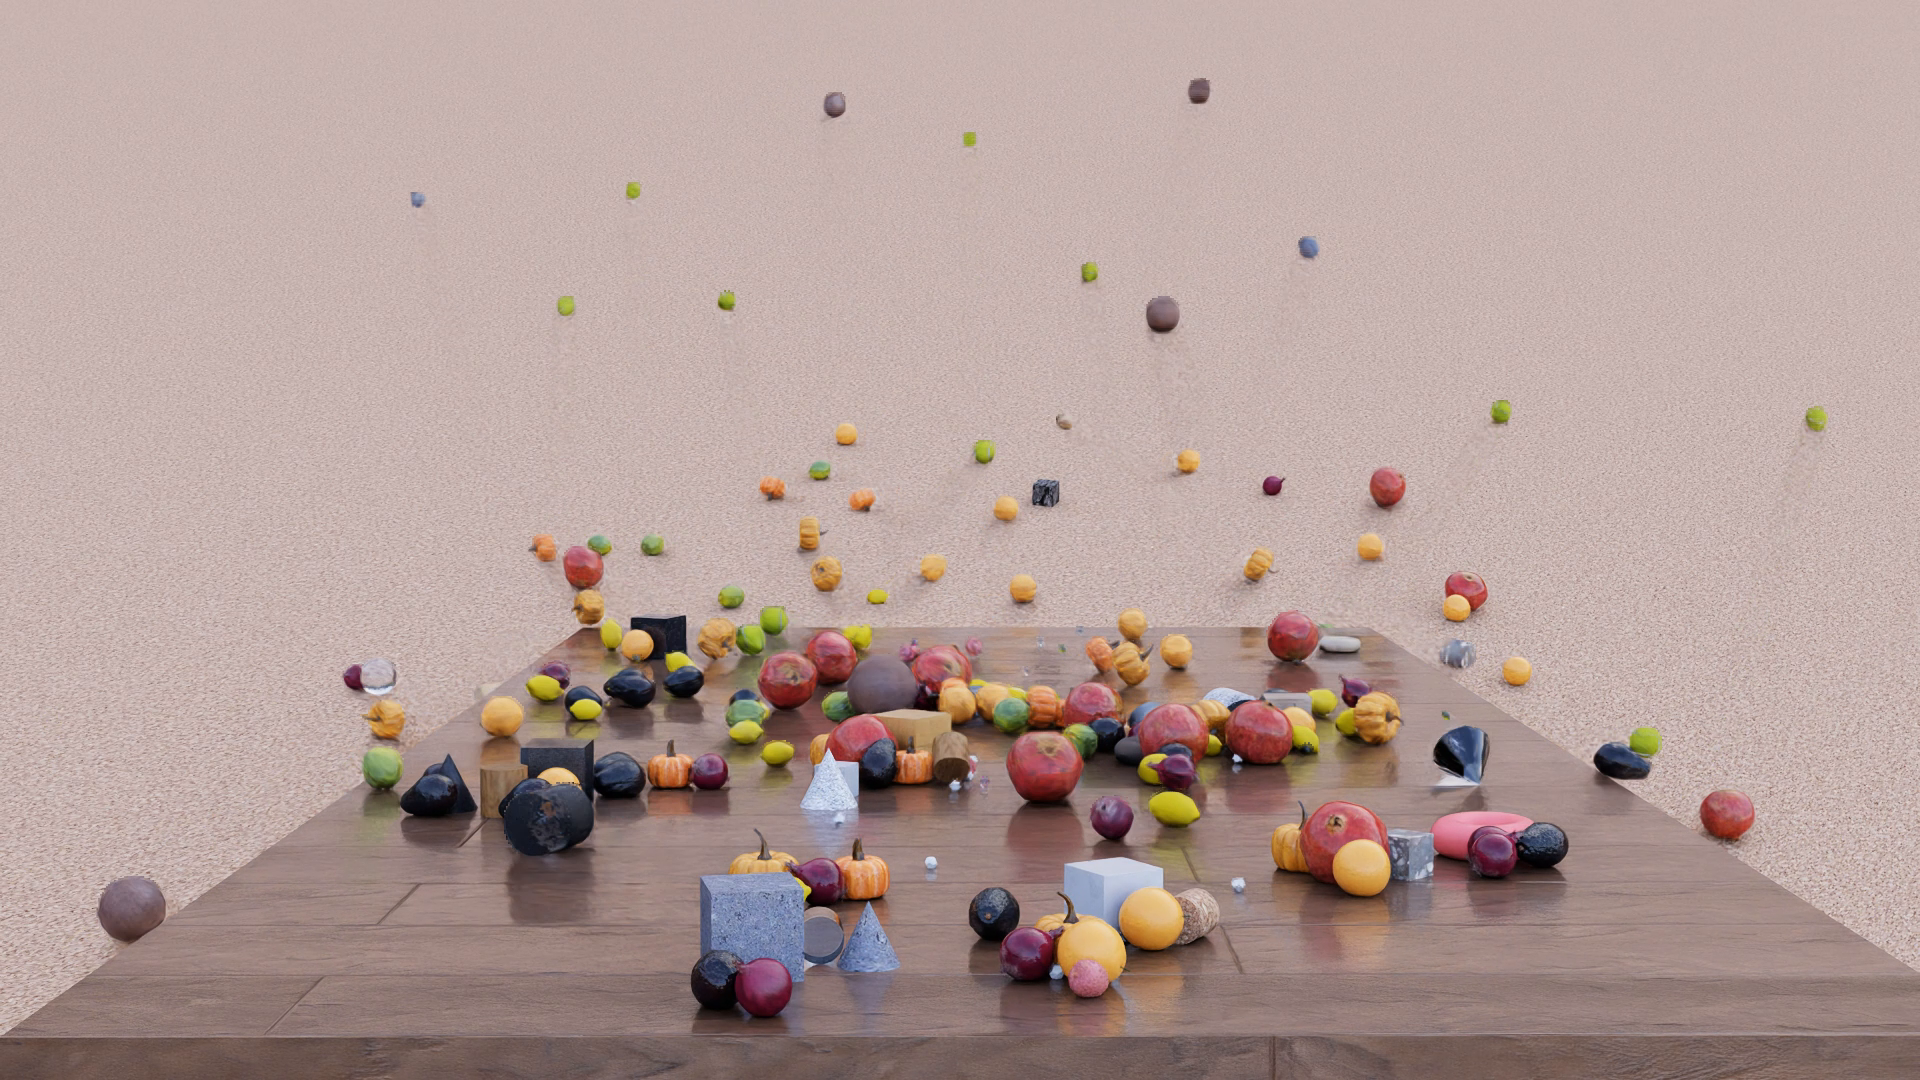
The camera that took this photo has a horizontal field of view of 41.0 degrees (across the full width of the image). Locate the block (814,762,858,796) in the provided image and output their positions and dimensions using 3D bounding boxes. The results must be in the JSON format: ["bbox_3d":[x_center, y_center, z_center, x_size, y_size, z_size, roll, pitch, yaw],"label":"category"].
[{"bbox_3d":[-0.190,0.370,3.957,0.051,0.051,0.051,2,4,22],"label":"block"}]

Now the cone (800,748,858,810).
[{"bbox_3d":[-0.198,0.357,3.876,0.088,0.088,0.088,0,4,0],"label":"cone"}]

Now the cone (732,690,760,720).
[{"bbox_3d":[-0.410,0.323,4.848,0.057,0.057,0.057,2,36,7],"label":"cone"}]

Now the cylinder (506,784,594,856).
[{"bbox_3d":[-0.561,0.383,3.511,0.087,0.087,0.087,9,7,24],"label":"cylinder"}]

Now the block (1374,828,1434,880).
[{"bbox_3d":[0.579,0.410,3.344,0.054,0.054,0.054,4,5,45],"label":"block"}]

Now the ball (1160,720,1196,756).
[{"bbox_3d":[0.371,0.337,4.362,0.062,0.062,0.062,0,19,0],"label":"ball"}]

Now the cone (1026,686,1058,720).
[{"bbox_3d":[0.142,0.322,4.825,0.066,0.066,0.066,8,33,21],"label":"cone"}]

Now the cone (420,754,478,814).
[{"bbox_3d":[-0.766,0.361,3.847,0.085,0.085,0.085,0,4,0],"label":"cone"}]

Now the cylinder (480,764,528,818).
[{"bbox_3d":[-0.676,0.371,3.805,0.070,0.070,0.070,0,4,0],"label":"cylinder"}]

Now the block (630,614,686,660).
[{"bbox_3d":[-0.688,0.220,5.863,0.093,0.093,0.093,1,4,21],"label":"block"}]

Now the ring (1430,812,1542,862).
[{"bbox_3d":[0.714,0.403,3.485,0.150,0.050,0.150,-1,5,0],"label":"ring"}]

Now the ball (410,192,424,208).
[{"bbox_3d":[-2.513,-1.576,11.892,0.066,0.066,0.066,0,19,0],"label":"ball"}]

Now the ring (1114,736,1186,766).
[{"bbox_3d":[0.318,0.353,4.295,0.120,0.040,0.120,0,5,0],"label":"ring"}]

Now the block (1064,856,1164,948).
[{"bbox_3d":[0.178,0.420,2.984,0.083,0.083,0.083,-2,5,-31],"label":"block"}]

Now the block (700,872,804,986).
[{"bbox_3d":[-0.228,0.424,2.804,0.100,0.100,0.100,-1,4,-13],"label":"block"}]

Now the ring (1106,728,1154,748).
[{"bbox_3d":[0.297,0.347,4.463,0.089,0.030,0.089,-1,4,0],"label":"ring"}]

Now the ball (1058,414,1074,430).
[{"bbox_3d":[0.350,-0.391,8.507,0.052,0.052,0.052,0,19,0],"label":"ball"}]

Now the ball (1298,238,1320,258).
[{"bbox_3d":[1.482,-1.240,10.894,0.087,0.087,0.087,0,19,0],"label":"ball"}]

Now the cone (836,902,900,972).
[{"bbox_3d":[-0.101,0.435,2.844,0.071,0.071,0.071,0,4,0],"label":"cone"}]

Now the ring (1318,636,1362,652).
[{"bbox_3d":[0.884,0.243,5.971,0.098,0.033,0.098,1,4,0],"label":"ring"}]

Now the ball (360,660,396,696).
[{"bbox_3d":[-1.439,0.340,6.350,0.088,0.088,0.088,0,19,0],"label":"ball"}]

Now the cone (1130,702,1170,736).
[{"bbox_3d":[0.344,0.339,4.555,0.074,0.074,0.074,-3,36,-9],"label":"cone"}]

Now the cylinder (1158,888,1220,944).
[{"bbox_3d":[0.265,0.435,2.968,0.055,0.055,0.055,11,7,28],"label":"cylinder"}]

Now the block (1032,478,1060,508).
[{"bbox_3d":[0.260,-0.143,7.774,0.064,0.064,0.064,7,20,20],"label":"block"}]

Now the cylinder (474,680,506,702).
[{"bbox_3d":[-1.134,0.384,6.245,0.072,0.072,0.072,-12,23,-32],"label":"cylinder"}]

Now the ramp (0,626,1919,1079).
[{"bbox_3d":[0.045,0.407,4.538,2.000,0.100,4.000,0,4,0],"label":"ramp"}]

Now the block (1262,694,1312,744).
[{"bbox_3d":[0.577,0.316,4.538,0.081,0.081,0.081,0,4,1],"label":"block"}]

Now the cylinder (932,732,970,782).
[{"bbox_3d":[-0.014,0.346,4.091,0.058,0.058,0.058,-1,39,-2],"label":"cylinder"}]

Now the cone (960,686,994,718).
[{"bbox_3d":[0.033,0.320,4.871,0.064,0.064,0.064,0,31,-1],"label":"cone"}]

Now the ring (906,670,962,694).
[{"bbox_3d":[-0.052,0.291,5.232,0.116,0.039,0.116,-1,5,0],"label":"ring"}]

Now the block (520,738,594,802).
[{"bbox_3d":[-0.608,0.354,3.880,0.094,0.094,0.094,0,4,1],"label":"block"}]

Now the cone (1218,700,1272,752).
[{"bbox_3d":[0.501,0.341,4.443,0.094,0.094,0.094,-1,31,-3],"label":"cone"}]

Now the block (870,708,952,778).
[{"bbox_3d":[-0.081,0.332,4.196,0.095,0.095,0.095,3,5,36],"label":"block"}]
